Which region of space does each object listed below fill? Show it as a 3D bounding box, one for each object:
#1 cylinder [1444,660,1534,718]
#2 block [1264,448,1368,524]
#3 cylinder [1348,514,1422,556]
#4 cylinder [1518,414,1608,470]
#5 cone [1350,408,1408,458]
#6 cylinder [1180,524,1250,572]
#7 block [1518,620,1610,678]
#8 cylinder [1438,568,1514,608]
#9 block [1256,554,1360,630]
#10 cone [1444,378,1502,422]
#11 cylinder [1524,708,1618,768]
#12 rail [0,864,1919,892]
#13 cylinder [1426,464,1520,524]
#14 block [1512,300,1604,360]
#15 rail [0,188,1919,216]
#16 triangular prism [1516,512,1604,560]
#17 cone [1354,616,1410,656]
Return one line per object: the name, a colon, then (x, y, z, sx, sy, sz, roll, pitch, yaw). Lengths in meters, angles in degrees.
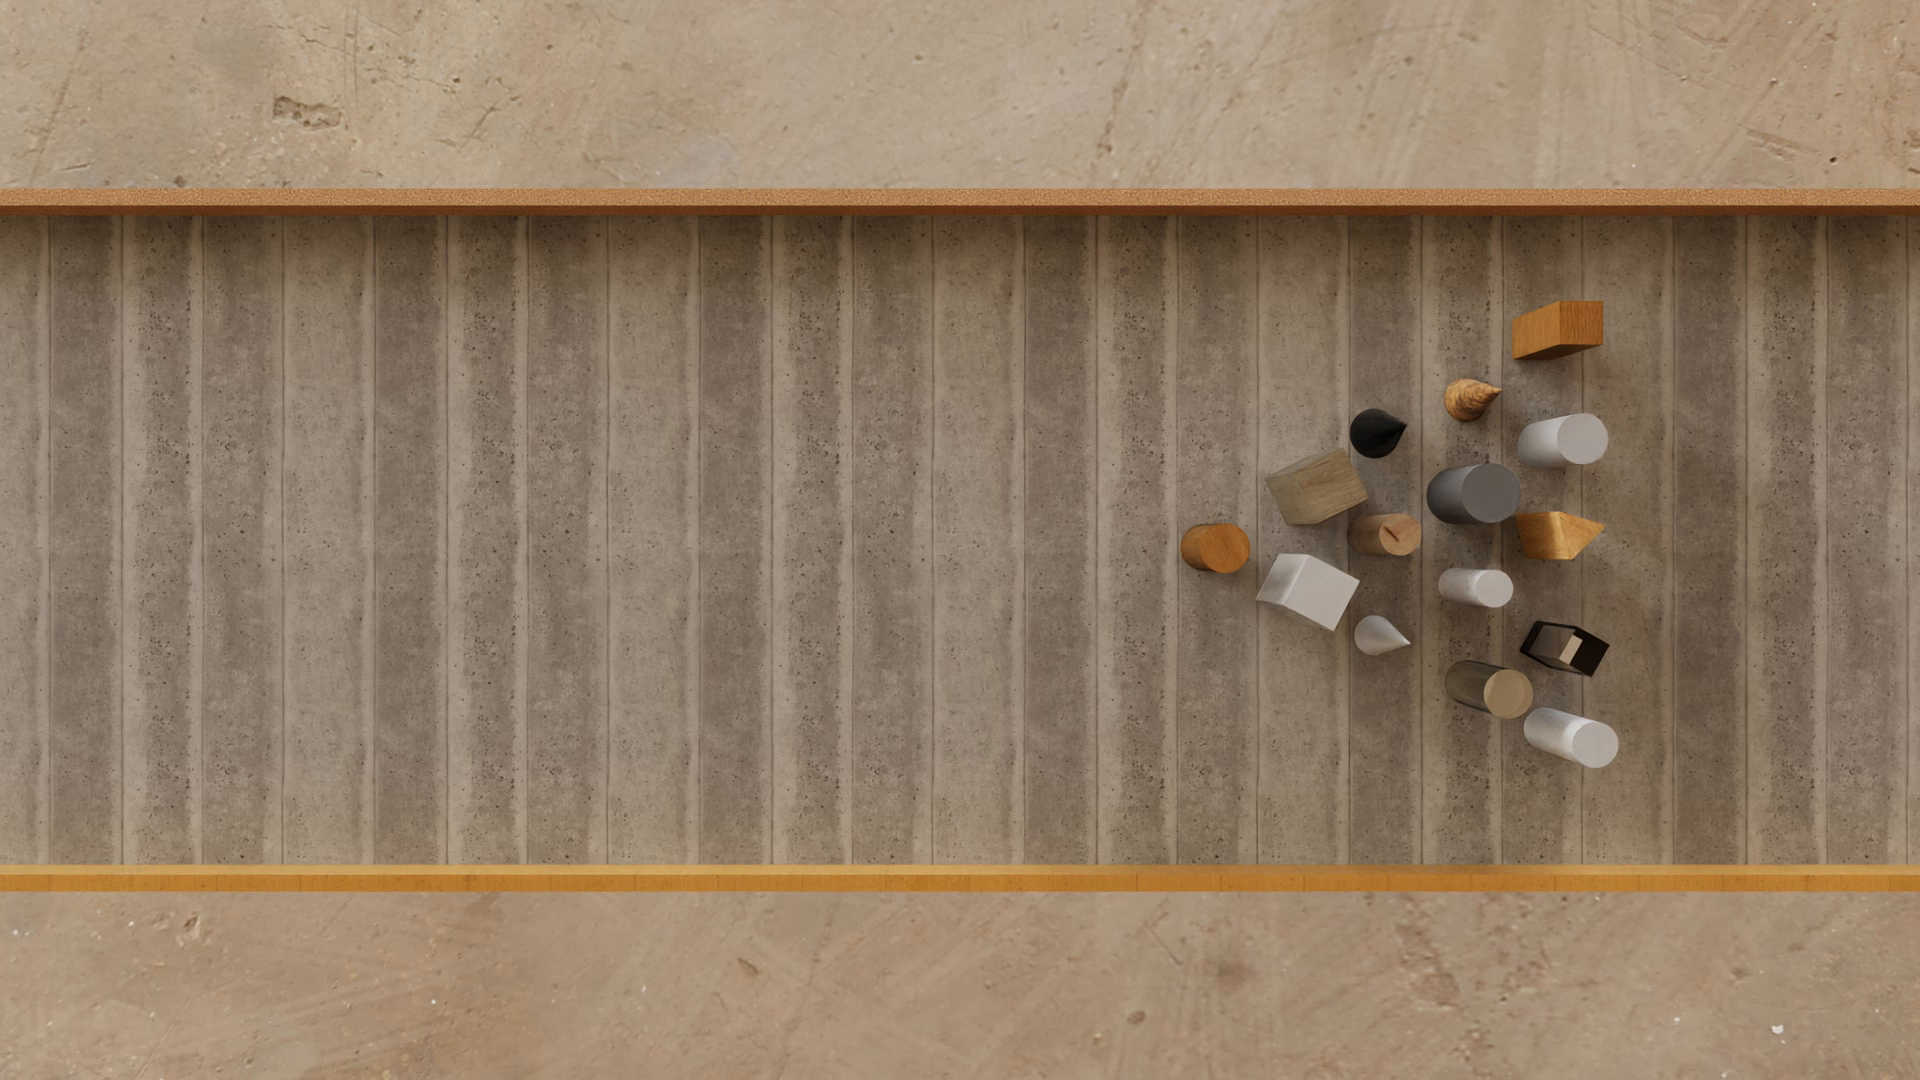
cylinder: (1.562, 0.438, 4.886, 0.142, 0.380, 0.142, 0, 90, 0)
block: (1.042, -0.154, 4.856, 0.160, 0.442, 0.160, -26, 90, 0)
cylinder: (1.251, -0.016, 4.881, 0.120, 0.390, 0.120, 0, 90, 0)
cylinder: (1.789, -0.291, 4.908, 0.147, 0.337, 0.147, 0, 90, 0)
cone: (1.276, -0.328, 4.889, 0.154, 0.374, 0.154, 0, 90, 0)
cylinder: (0.749, 0.023, 4.866, 0.141, 0.421, 0.141, 0, 90, 0)
block: (1.794, 0.321, 4.907, 0.108, 0.339, 0.108, 29, 90, 0)
cylinder: (1.526, 0.139, 4.893, 0.108, 0.367, 0.108, 0, 90, 0)
block: (1.016, 0.148, 4.855, 0.159, 0.443, 0.159, 28, 90, 0)
cone: (1.558, -0.431, 4.904, 0.137, 0.344, 0.137, 0, 90, 0)
cylinder: (1.801, 0.581, 4.875, 0.131, 0.402, 0.131, 0, 90, 0)
rail: (-2.247, 1.025, 5.001, 12.000, 0.150, 0.050, 0, 90, 0)
cylinder: (1.521, -0.135, 4.901, 0.171, 0.351, 0.171, 0, 90, 0)
block: (1.763, -0.617, 4.878, 0.124, 0.397, 0.124, 1, 90, 0)
rail: (-2.247, -1.025, 5.002, 12.000, 0.150, 0.050, 0, 90, 0)
triangular prism: (1.752, -0.035, 4.895, 0.139, 0.364, 0.120, -44, 90, 0)
cone: (1.275, 0.294, 4.871, 0.124, 0.411, 0.124, 0, 90, 0)
